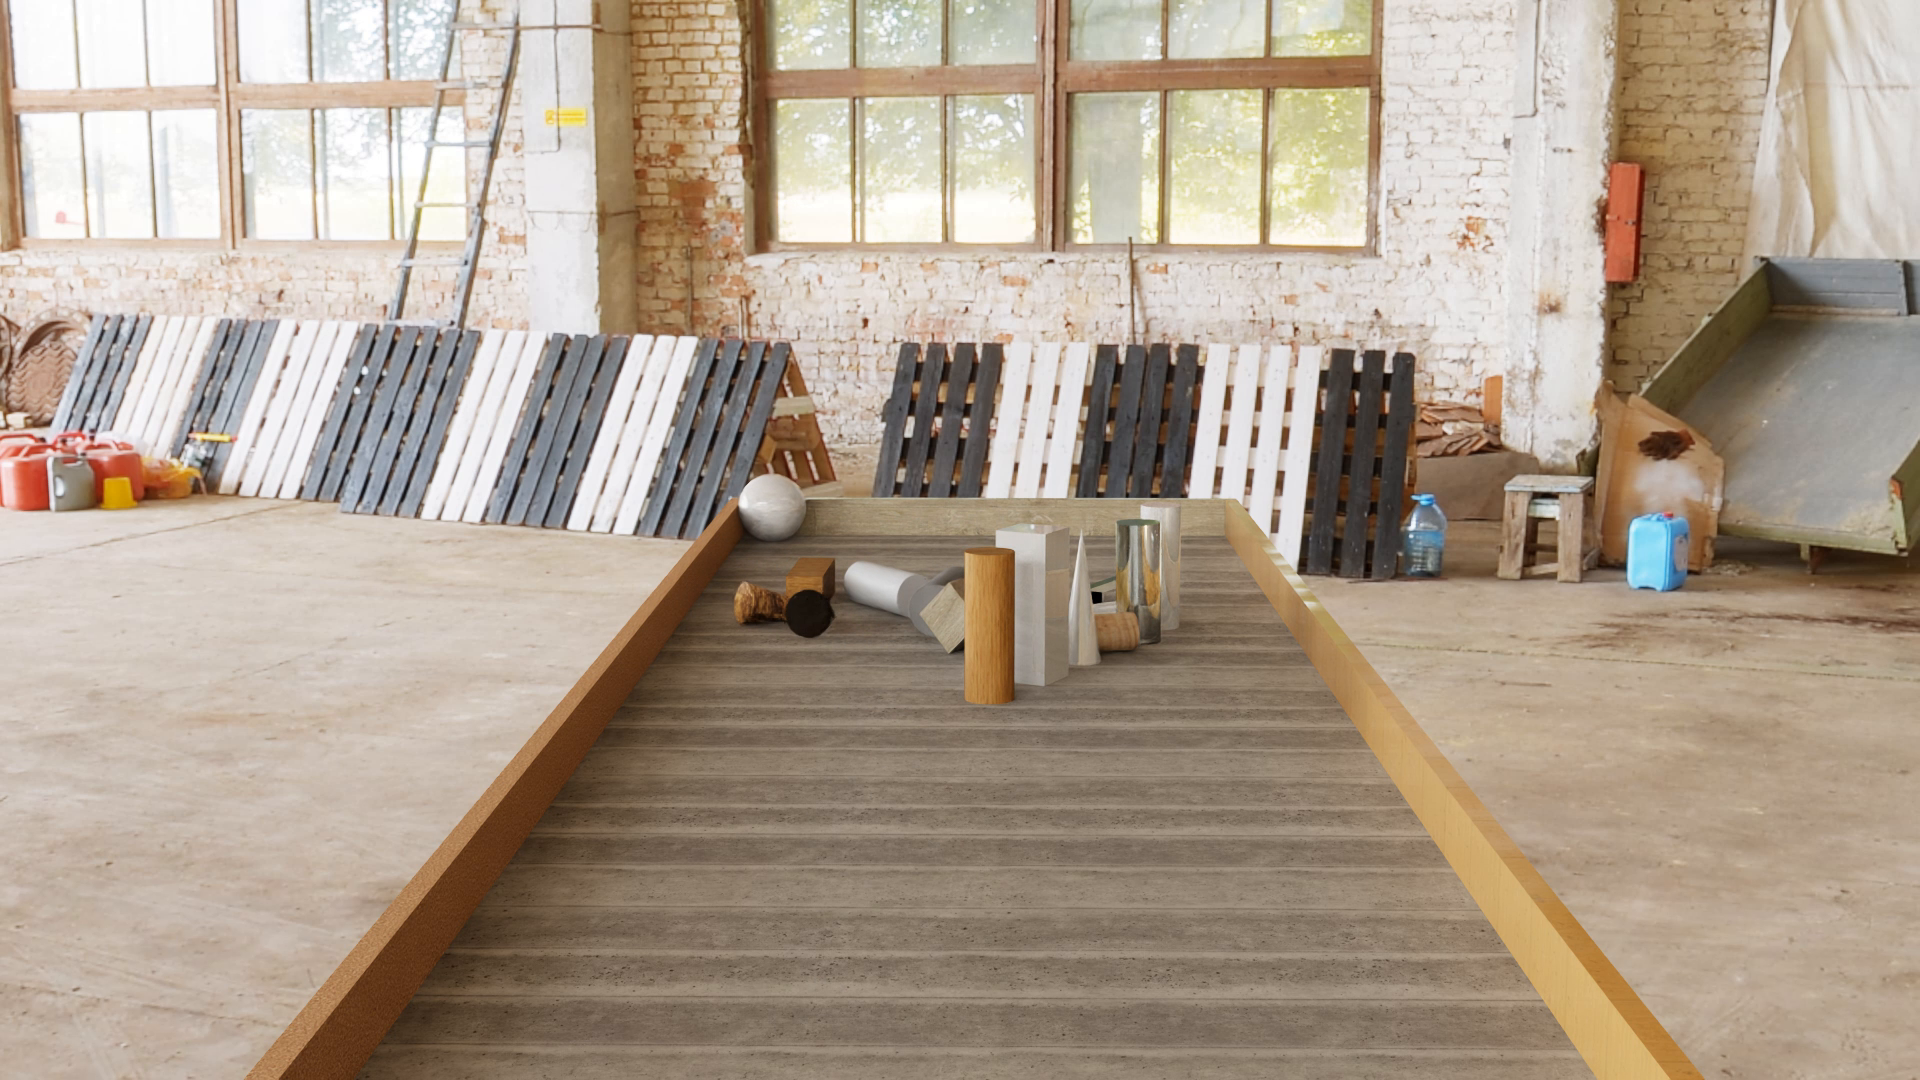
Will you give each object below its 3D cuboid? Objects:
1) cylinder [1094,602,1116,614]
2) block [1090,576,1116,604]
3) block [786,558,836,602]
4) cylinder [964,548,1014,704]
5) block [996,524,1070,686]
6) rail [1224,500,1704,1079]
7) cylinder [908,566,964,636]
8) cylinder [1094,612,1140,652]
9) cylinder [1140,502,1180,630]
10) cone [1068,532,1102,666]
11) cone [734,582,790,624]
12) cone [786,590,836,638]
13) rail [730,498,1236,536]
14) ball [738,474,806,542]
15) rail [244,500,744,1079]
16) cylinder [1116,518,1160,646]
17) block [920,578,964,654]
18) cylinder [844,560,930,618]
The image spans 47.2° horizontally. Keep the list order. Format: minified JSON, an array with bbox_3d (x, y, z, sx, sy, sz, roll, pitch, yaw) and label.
[{"bbox_3d":[0.438,0.258,7.041,0.367,0.108,0.108,-6,11,-33],"label":"cylinder"},{"bbox_3d":[0.513,0.198,7.413,0.108,0.108,0.339,5,10,30],"label":"block"},{"bbox_3d":[-0.517,0.155,7.634,0.124,0.124,0.397,0,9,3],"label":"block"},{"bbox_3d":[0.083,0.239,6.159,0.141,0.421,0.141,0,9,0],"label":"cylinder"},{"bbox_3d":[0.212,0.186,6.420,0.159,0.443,0.159,5,10,28],"label":"block"},{"bbox_3d":[1.046,0.843,3.208,0.050,0.150,12.000,0,9,1],"label":"rail"},{"bbox_3d":[-0.043,0.199,7.206,0.171,0.171,0.351,2,9,12],"label":"cylinder"},{"bbox_3d":[0.350,0.291,6.789,0.390,0.120,0.120,-3,9,-16],"label":"cylinder"},{"bbox_3d":[0.654,0.084,7.192,0.131,0.402,0.131,0,9,0],"label":"cylinder"},{"bbox_3d":[0.367,0.165,6.654,0.124,0.411,0.124,0,9,0],"label":"cone"},{"bbox_3d":[-0.568,0.229,7.347,0.344,0.137,0.137,8,4,-29],"label":"cone"},{"bbox_3d":[-0.449,0.246,7.217,0.154,0.154,0.374,2,-2,11],"label":"cone"},{"bbox_3d":[0.099,-0.098,9.147,2.100,0.150,0.050,0,9,1],"label":"rail"},{"bbox_3d":[-0.765,-0.132,8.959,0.276,0.276,0.276,0,9,0],"label":"ball"},{"bbox_3d":[-1.004,0.839,3.234,0.050,0.150,12.000,0,9,1],"label":"rail"},{"bbox_3d":[0.564,0.132,6.956,0.142,0.380,0.142,-1,9,0],"label":"cylinder"},{"bbox_3d":[0.092,0.212,6.951,0.160,0.160,0.442,-47,-19,31],"label":"block"},{"bbox_3d":[-0.245,0.167,7.487,0.147,0.147,0.337,-6,11,-34],"label":"cylinder"}]
